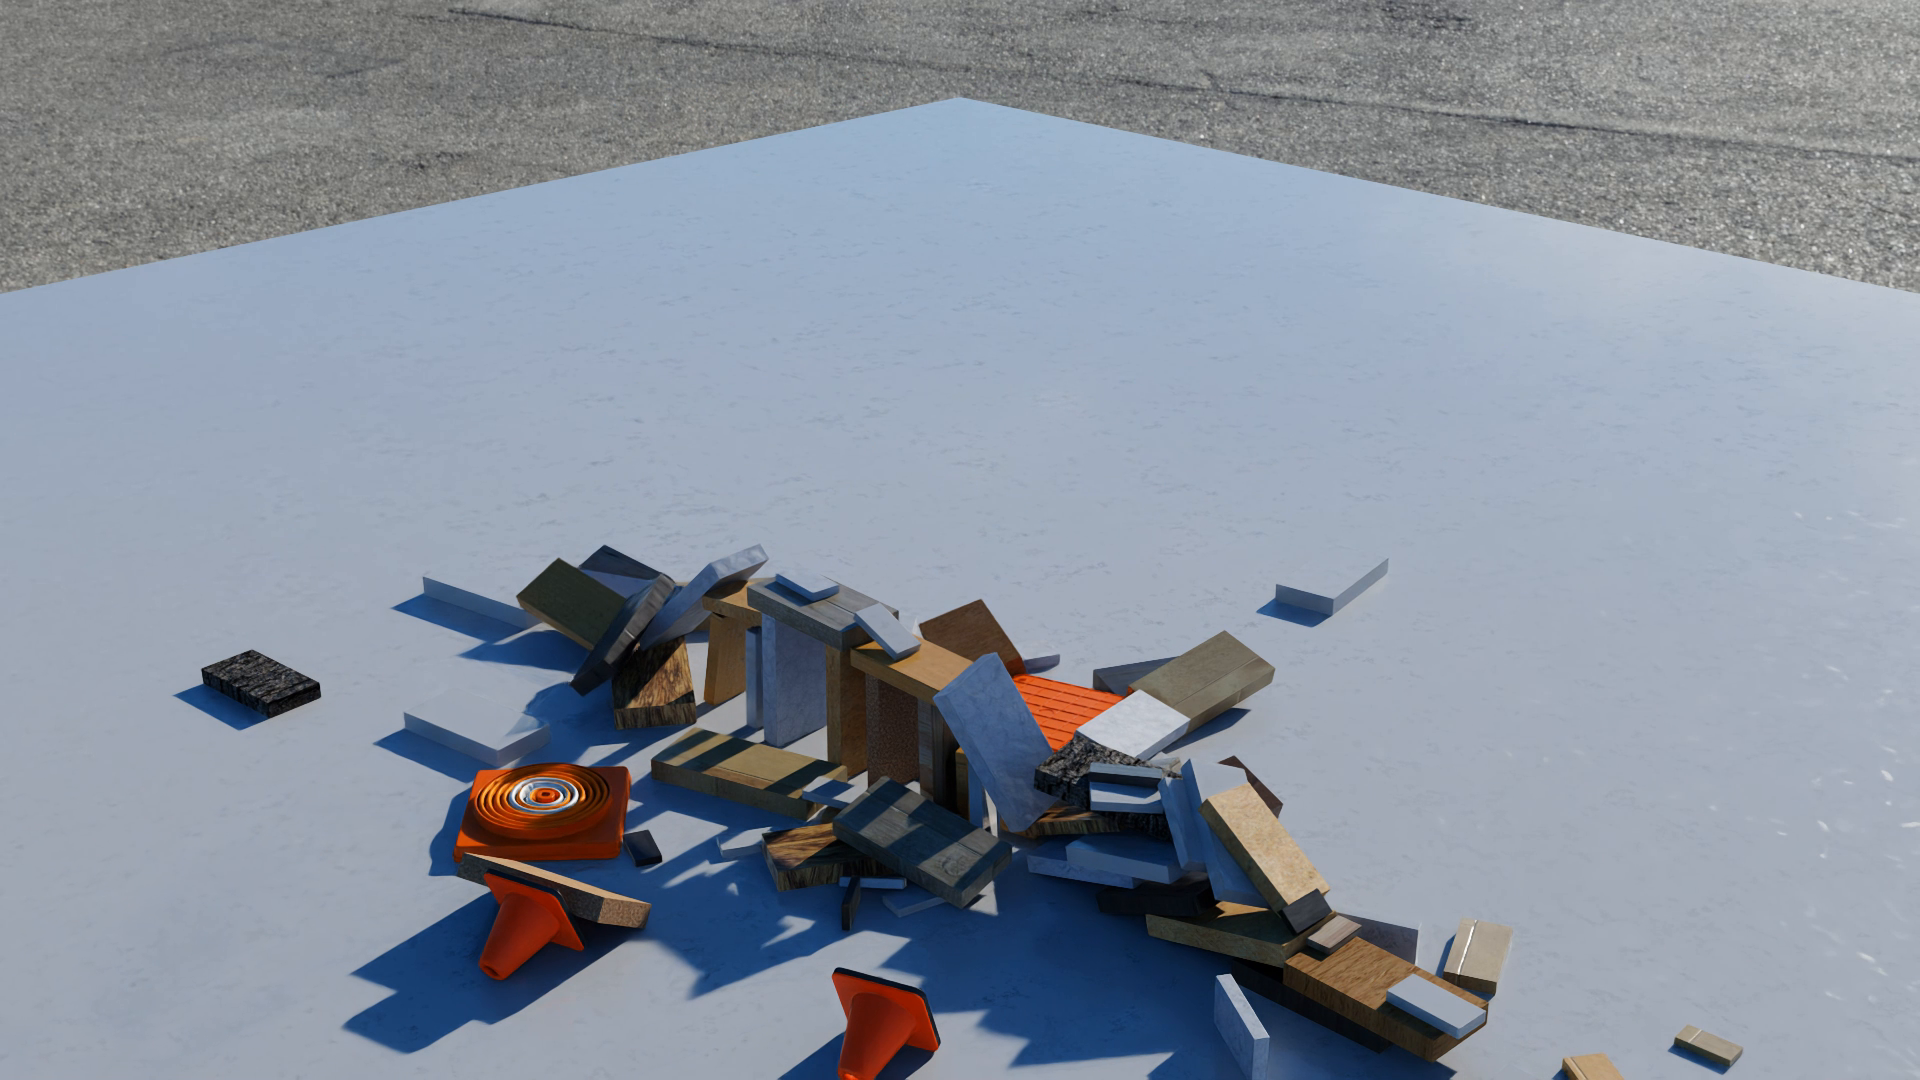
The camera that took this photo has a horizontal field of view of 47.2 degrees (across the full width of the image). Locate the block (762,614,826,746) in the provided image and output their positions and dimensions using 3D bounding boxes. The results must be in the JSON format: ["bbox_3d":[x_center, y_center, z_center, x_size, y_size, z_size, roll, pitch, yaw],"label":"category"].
[{"bbox_3d":[-0.349,0.276,4.716,0.154,0.308,0.044,-21,32,-40],"label":"block"}]

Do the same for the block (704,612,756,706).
[{"bbox_3d":[-0.507,0.246,4.881,0.033,0.231,0.116,29,35,31],"label":"block"}]

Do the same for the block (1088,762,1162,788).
[{"bbox_3d":[0.312,0.443,4.147,0.135,0.019,0.067,5,10,7],"label":"block"}]

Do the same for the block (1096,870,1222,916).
[{"bbox_3d":[0.383,0.650,4.062,0.125,0.035,0.249,-22,9,-40],"label":"block"}]

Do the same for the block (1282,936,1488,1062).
[{"bbox_3d":[0.726,0.775,3.764,0.157,0.044,0.313,-20,30,-39],"label":"block"}]

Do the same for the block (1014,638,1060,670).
[{"bbox_3d":[0.130,0.271,5.090,0.182,0.026,0.091,-8,24,-18],"label":"block"}]

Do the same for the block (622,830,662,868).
[{"bbox_3d":[-0.624,0.605,4.316,0.053,0.015,0.106,-9,25,-20],"label":"block"}]

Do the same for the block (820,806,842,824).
[{"bbox_3d":[-0.230,0.543,4.431,0.067,0.019,0.134,13,20,8],"label":"block"}]

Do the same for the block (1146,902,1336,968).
[{"bbox_3d":[0.508,0.694,3.982,0.313,0.044,0.157,5,20,44],"label":"block"}]

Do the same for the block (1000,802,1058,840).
[{"bbox_3d":[0.159,0.548,4.439,0.083,0.023,0.166,13,26,28],"label":"block"}]

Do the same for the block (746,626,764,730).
[{"bbox_3d":[-0.412,0.286,4.790,0.033,0.231,0.116,22,32,38],"label":"block"}]

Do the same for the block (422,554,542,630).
[{"bbox_3d":[-1.130,0.124,5.406,0.353,0.050,0.176,15,27,32],"label":"block"}]

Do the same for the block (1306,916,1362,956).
[{"bbox_3d":[0.659,0.696,3.875,0.050,0.014,0.099,20,30,39],"label":"block"}]

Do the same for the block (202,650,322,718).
[{"bbox_3d":[-1.575,0.322,4.954,0.265,0.037,0.132,18,29,37],"label":"block"}]

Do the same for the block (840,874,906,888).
[{"bbox_3d":[-0.165,0.649,4.175,0.121,0.017,0.060,2,-4,6],"label":"block"}]

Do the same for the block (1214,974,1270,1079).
[{"bbox_3d":[0.473,0.823,3.701,0.027,0.094,0.187,-5,24,-12],"label":"block"}]

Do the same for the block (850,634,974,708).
[{"bbox_3d":[-0.079,0.256,4.411,0.136,0.039,0.272,-20,30,-39],"label":"block"}]

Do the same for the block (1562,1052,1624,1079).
[{"bbox_3d":[1.056,0.899,3.614,0.074,0.021,0.148,-4,23,-10],"label":"block"}]

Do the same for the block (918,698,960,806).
[{"bbox_3d":[-0.019,0.423,4.415,0.136,0.272,0.039,-20,29,-40],"label":"block"}]

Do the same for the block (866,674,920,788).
[{"bbox_3d":[-0.129,0.375,4.529,0.136,0.272,0.039,-21,30,-40],"label":"block"}]

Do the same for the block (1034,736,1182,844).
[{"bbox_3d":[0.317,0.474,4.184,0.315,0.045,0.157,19,30,28],"label":"block"}]

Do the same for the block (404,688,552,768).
[{"bbox_3d":[-1.045,0.403,4.756,0.297,0.042,0.148,16,28,33],"label":"block"}]

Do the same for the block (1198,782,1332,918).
[{"bbox_3d":[0.550,0.559,3.979,0.123,0.035,0.247,-12,56,-44],"label":"block"}]

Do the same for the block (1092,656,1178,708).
[{"bbox_3d":[0.473,0.321,4.947,0.311,0.044,0.156,-8,24,-18],"label":"block"}]

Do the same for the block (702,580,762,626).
[{"bbox_3d":[-0.441,0.139,4.768,0.231,0.033,0.116,13,26,43],"label":"block"}]

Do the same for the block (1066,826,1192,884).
[{"bbox_3d":[0.332,0.584,4.108,0.249,0.035,0.125,4,19,45],"label":"block"}]

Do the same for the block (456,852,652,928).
[{"bbox_3d":[-0.751,0.648,4.069,0.324,0.046,0.162,12,-8,26],"label":"block"}]

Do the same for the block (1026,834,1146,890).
[{"bbox_3d":[0.264,0.610,4.201,0.249,0.035,0.125,2,17,41],"label":"block"}]

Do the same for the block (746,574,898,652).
[{"bbox_3d":[-0.287,0.141,4.582,0.154,0.044,0.308,-20,30,-39],"label":"block"}]

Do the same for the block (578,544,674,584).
[{"bbox_3d":[-0.832,0.111,5.376,0.286,0.041,0.143,23,56,42],"label":"block"}]

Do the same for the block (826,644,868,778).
[{"bbox_3d":[-0.206,0.332,4.584,0.044,0.308,0.154,22,31,40],"label":"block"}]

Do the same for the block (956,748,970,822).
[{"bbox_3d":[0.021,0.483,4.411,0.023,0.166,0.083,8,24,23],"label":"block"}]

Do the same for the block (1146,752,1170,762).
[{"bbox_3d":[0.392,0.500,4.527,0.150,0.043,0.301,-13,26,-28],"label":"block"}]

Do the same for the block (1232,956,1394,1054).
[{"bbox_3d":[0.649,0.784,3.857,0.313,0.044,0.157,20,30,39],"label":"block"}]
